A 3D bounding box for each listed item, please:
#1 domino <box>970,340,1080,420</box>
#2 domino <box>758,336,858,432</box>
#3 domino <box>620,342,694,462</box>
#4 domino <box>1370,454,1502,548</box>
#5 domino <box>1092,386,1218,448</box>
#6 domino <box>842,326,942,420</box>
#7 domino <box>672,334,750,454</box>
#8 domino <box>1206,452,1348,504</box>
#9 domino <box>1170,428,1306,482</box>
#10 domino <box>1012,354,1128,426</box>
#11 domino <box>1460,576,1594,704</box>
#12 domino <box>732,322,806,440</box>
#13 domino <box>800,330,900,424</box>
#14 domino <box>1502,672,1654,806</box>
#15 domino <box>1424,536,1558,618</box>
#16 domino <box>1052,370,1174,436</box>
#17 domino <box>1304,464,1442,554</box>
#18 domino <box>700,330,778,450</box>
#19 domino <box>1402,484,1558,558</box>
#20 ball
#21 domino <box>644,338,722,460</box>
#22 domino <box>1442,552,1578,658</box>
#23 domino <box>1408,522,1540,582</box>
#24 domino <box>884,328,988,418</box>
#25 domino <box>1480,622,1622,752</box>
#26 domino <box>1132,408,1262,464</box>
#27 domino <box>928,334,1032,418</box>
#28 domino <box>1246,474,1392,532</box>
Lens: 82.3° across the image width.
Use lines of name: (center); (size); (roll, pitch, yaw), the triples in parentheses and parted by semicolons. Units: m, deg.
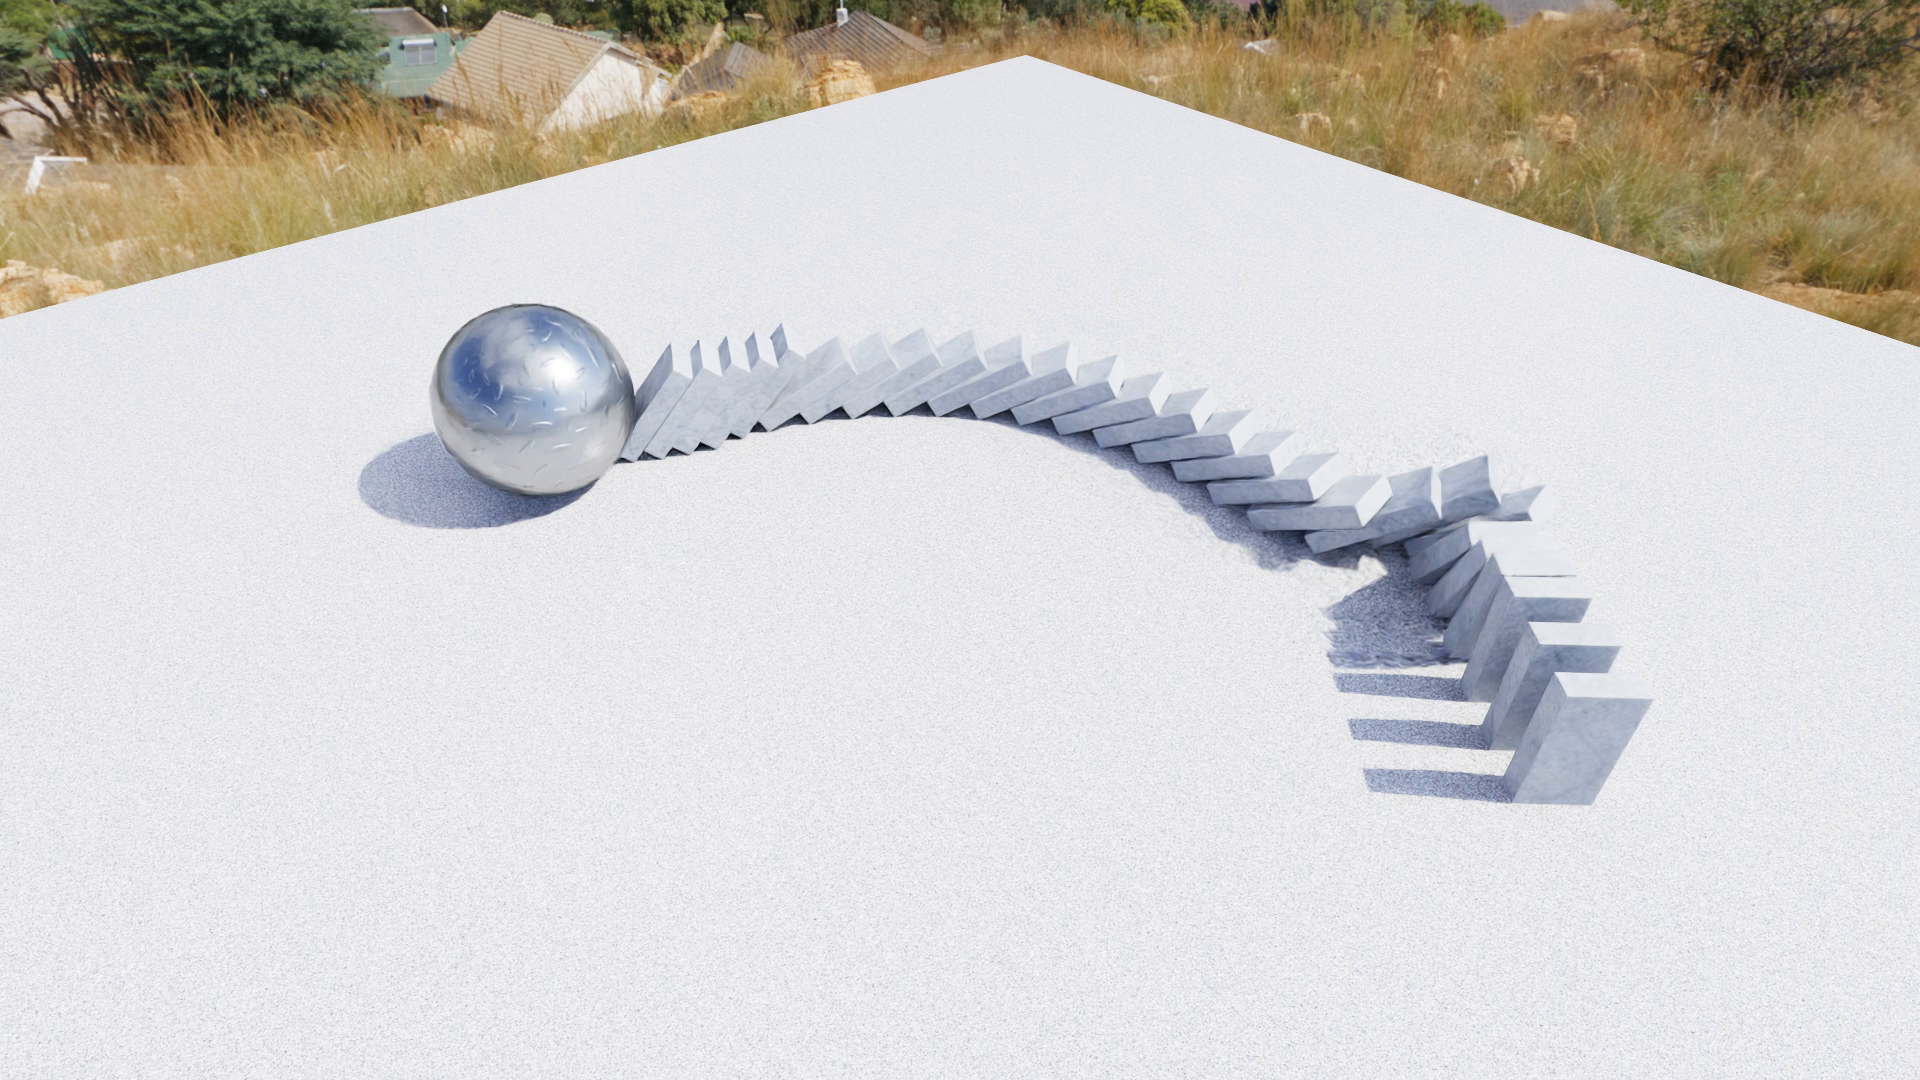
domino: (0.030, -0.075, 0.517); (0.050, 0.009, 0.025); (-18, 33, 24)
domino: (-0.073, -0.073, 0.515); (0.050, 0.010, 0.025); (-31, 41, 8)
domino: (-0.137, -0.061, 0.491); (0.010, 0.050, 0.025); (26, 26, -33)
domino: (0.188, -0.015, 0.439); (0.050, 0.010, 0.025); (-24, 23, 35)
domino: (0.087, -0.055, 0.492); (0.050, 0.010, 0.025); (-6, 29, 40)
domino: (-0.034, -0.080, 0.523); (0.050, 0.009, 0.025); (-29, 40, 9)
domino: (-0.113, -0.065, 0.495); (0.009, 0.050, 0.025); (26, 26, -33)
domino: (0.130, -0.025, 0.455); (0.025, 0.010, 0.050); (-34, 20, -33)
domino: (0.118, -0.036, 0.469); (0.025, 0.009, 0.050); (-35, 22, -35)
domino: (0.051, -0.070, 0.510); (0.050, 0.010, 0.025); (-13, 31, 31)
domino: (0.189, 0.034, 0.369); (0.025, 0.050, 0.010); (1, 39, 1)
domino: (-0.091, -0.073, 0.505); (0.010, 0.050, 0.025); (27, 26, -34)
domino: (-0.054, -0.077, 0.520); (0.050, 0.009, 0.025); (-30, 40, 8)
domino: (0.188, 0.062, 0.336); (0.025, 0.050, 0.009); (1, 39, 2)
domino: (0.190, 0.014, 0.395); (0.025, 0.050, 0.009); (0, 64, 0)
domino: (0.069, -0.062, 0.502); (0.050, 0.010, 0.025); (-9, 30, 36)
domino: (0.164, -0.012, 0.437); (0.050, 0.009, 0.025); (-18, 28, 34)
domino: (-0.102, -0.068, 0.498); (0.009, 0.050, 0.025); (26, 26, -33)
domino: (0.201, -0.006, 0.426); (0.025, 0.010, 0.050); (-35, 9, -40)
ball: (-0.177, -0.058, 0.459); (0.080, 0.080, 0.080); (0, 39, 0)
domino: (-0.125, -0.063, 0.493); (0.010, 0.050, 0.025); (26, 26, -33)
domino: (0.190, 0.023, 0.382); (0.025, 0.050, 0.010); (0, 51, 0)
domino: (0.190, 0.005, 0.408); (0.025, 0.050, 0.010); (0, 74, -1)
domino: (-0.013, -0.080, 0.523); (0.050, 0.009, 0.025); (-25, 38, 13)
domino: (0.188, 0.048, 0.353); (0.025, 0.050, 0.010); (1, 39, 2)
domino: (0.103, -0.045, 0.481); (0.050, 0.010, 0.025); (-2, 28, 46)
domino: (0.009, -0.078, 0.521); (0.050, 0.009, 0.025); (-21, 35, 19)
domino: (0.143, -0.015, 0.441); (0.025, 0.010, 0.050); (-38, 21, -33)
